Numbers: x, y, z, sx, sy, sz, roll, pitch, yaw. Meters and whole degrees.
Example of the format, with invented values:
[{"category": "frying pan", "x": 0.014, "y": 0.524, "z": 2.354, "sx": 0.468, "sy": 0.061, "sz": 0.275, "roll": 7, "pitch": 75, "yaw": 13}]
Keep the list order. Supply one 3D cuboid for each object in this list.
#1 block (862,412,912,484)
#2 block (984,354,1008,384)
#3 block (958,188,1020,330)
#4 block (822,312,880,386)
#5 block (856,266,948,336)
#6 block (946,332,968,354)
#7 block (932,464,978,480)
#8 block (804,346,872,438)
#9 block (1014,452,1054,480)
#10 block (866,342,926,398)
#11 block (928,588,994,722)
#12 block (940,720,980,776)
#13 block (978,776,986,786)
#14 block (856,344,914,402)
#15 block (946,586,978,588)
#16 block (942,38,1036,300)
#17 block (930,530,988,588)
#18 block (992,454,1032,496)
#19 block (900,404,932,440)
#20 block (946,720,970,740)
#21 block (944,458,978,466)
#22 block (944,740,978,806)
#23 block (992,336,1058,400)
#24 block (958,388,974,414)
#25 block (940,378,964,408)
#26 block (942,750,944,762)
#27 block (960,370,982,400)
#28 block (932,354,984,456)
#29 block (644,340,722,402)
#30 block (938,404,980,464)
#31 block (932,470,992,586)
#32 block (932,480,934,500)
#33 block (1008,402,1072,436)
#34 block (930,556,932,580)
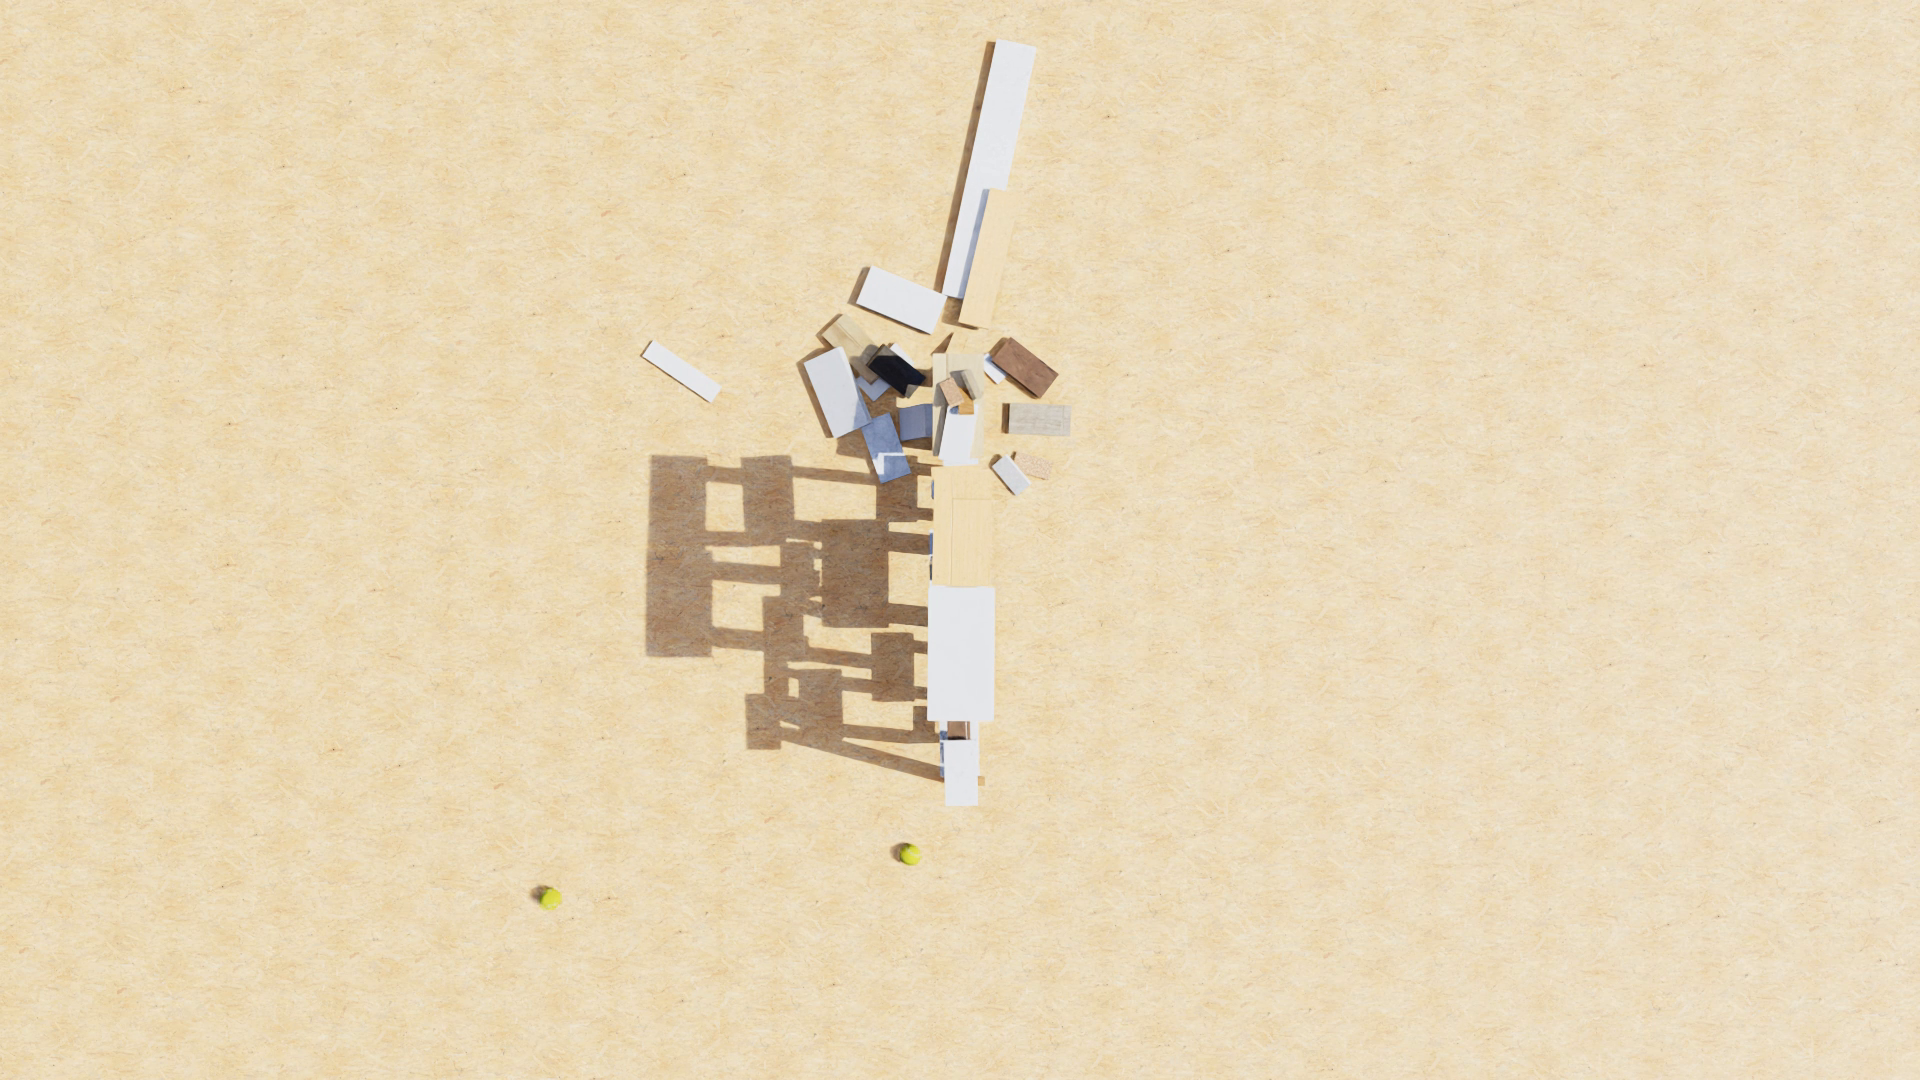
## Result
[{"category": "block", "x": -0.248, "y": -0.305, "z": 5.485, "sx": 0.107, "sy": 0.030, "sz": 0.213, "roll": -20, "pitch": 90, "yaw": 0}, {"category": "block", "x": 0.108, "y": -0.570, "z": 5.493, "sx": 0.049, "sy": 0.014, "sz": 0.098, "roll": -44, "pitch": 90, "yaw": 0}, {"category": "block", "x": 0.098, "y": -0.928, "z": 5.447, "sx": 0.102, "sy": 0.029, "sz": 0.455, "roll": 13, "pitch": 90, "yaw": 0}, {"category": "block", "x": -0.338, "y": -0.633, "z": 5.468, "sx": 0.107, "sy": 0.030, "sz": 0.233, "roll": -44, "pitch": 82, "yaw": 0}, {"category": "block", "x": -0.193, "y": -0.796, "z": 5.481, "sx": 0.270, "sy": 0.038, "sz": 0.135, "roll": 22, "pitch": 90, "yaw": 0}, {"category": "block", "x": -0.013, "y": -0.641, "z": 5.471, "sx": 0.049, "sy": 0.014, "sz": 0.098, "roll": 21, "pitch": 62, "yaw": 0}, {"category": "block", "x": -0.007, "y": -0.078, "z": 4.796, "sx": 0.137, "sy": 0.039, "sz": 0.275, "roll": -3, "pitch": 90, "yaw": 0}, {"category": "block", "x": -0.403, "y": -0.487, "z": 5.458, "sx": 0.135, "sy": 0.038, "sz": 0.270, "roll": -22, "pitch": 90, "yaw": 21}, {"category": "block", "x": 0.242, "y": -0.247, "z": 5.491, "sx": 0.128, "sy": 0.018, "sz": 0.064, "roll": 16, "pitch": 90, "yaw": 0}, {"category": "block", "x": -0.211, "y": -0.556, "z": 5.439, "sx": 0.187, "sy": 0.027, "sz": 0.094, "roll": 37, "pitch": 95, "yaw": -30}, {"category": "block", "x": 0.003, "y": 0.307, "z": 4.454, "sx": 0.179, "sy": 0.051, "sz": 0.357, "roll": 0, "pitch": 90, "yaw": 0}, {"category": "block", "x": -0.003, "y": 0.595, "z": 4.985, "sx": 0.118, "sy": 0.033, "sz": 0.236, "roll": -1, "pitch": 90, "yaw": 0}, {"category": "block", "x": 0.010, "y": 0.749, "z": 5.140, "sx": 0.094, "sy": 0.719, "sz": 0.027, "roll": -1, "pitch": 82, "yaw": -3}, {"category": "block", "x": -0.250, "y": -0.557, "z": 5.487, "sx": 0.187, "sy": 0.027, "sz": 0.094, "roll": -43, "pitch": 90, "yaw": 0}, {"category": "block", "x": 0.004, "y": 0.155, "z": 4.891, "sx": 0.093, "sy": 0.026, "sz": 0.186, "roll": 0, "pitch": 90, "yaw": 0}, {"category": "block", "x": 0.097, "y": -1.223, "z": 5.481, "sx": 0.135, "sy": 0.038, "sz": 0.866, "roll": 12, "pitch": 90, "yaw": 0}, {"category": "block", "x": -0.005, "y": 0.147, "z": 5.115, "sx": 0.180, "sy": 0.051, "sz": 0.359, "roll": 0, "pitch": 90, "yaw": 0}, {"category": "block", "x": 0.172, "y": -0.216, "z": 5.477, "sx": 0.064, "sy": 0.018, "sz": 0.128, "roll": -40, "pitch": 90, "yaw": 27}, {"category": "block", "x": -0.143, "y": -0.385, "z": 5.397, "sx": 0.030, "sy": 0.213, "sz": 0.107, "roll": -2, "pitch": 90, "yaw": -24}, {"category": "block", "x": -0.004, "y": 0.542, "z": 4.822, "sx": 0.068, "sy": 0.019, "sz": 0.136, "roll": -2, "pitch": 90, "yaw": 0}, {"category": "block", "x": 0.002, "y": -0.149, "z": 5.262, "sx": 0.111, "sy": 0.031, "sz": 0.222, "roll": 0, "pitch": 90, "yaw": 0}, {"category": "block", "x": 0.003, "y": 0.672, "z": 4.766, "sx": 0.094, "sy": 0.027, "sz": 0.188, "roll": -1, "pitch": 91, "yaw": 0}, {"category": "block", "x": 0.217, "y": -0.571, "z": 5.478, "sx": 0.204, "sy": 0.029, "sz": 0.102, "roll": 38, "pitch": 83, "yaw": -1}, {"category": "block", "x": 0.018, "y": -0.430, "z": 5.105, "sx": 0.047, "sy": 0.013, "sz": 0.095, "roll": 0, "pitch": 60, "yaw": -6}, {"category": "block", "x": -0.025, "y": -0.456, "z": 5.106, "sx": 0.047, "sy": 0.013, "sz": 0.095, "roll": -24, "pitch": 58, "yaw": 0}, {"category": "block", "x": -0.004, "y": 0.638, "z": 4.874, "sx": 0.094, "sy": 0.188, "sz": 0.027, "roll": -5, "pitch": 78, "yaw": 0}, {"category": "block", "x": 0.037, "y": -0.481, "z": 5.113, "sx": 0.013, "sy": 0.047, "sz": 0.094, "roll": -24, "pitch": 90, "yaw": 31}, {"category": "block", "x": -0.005, "y": -0.422, "z": 5.159, "sx": 0.159, "sy": 0.045, "sz": 0.318, "roll": 0, "pitch": 90, "yaw": 0}, {"category": "block", "x": -0.924, "y": -0.561, "z": 5.491, "sx": 0.275, "sy": 0.018, "sz": 0.064, "roll": 34, "pitch": 90, "yaw": 0}, {"category": "block", "x": -0.004, "y": -0.335, "z": 5.123, "sx": 0.094, "sy": 0.027, "sz": 0.187, "roll": 10, "pitch": 90, "yaw": 0}, {"category": "block", "x": 0.006, "y": -0.031, "z": 4.446, "sx": 0.154, "sy": 0.044, "sz": 0.309, "roll": 1, "pitch": 90, "yaw": 0}, {"category": "block", "x": -0.001, "y": -0.138, "z": 4.622, "sx": 0.154, "sy": 0.309, "sz": 0.044, "roll": 1, "pitch": 90, "yaw": 0}, {"category": "block", "x": 0.266, "y": -0.400, "z": 5.486, "sx": 0.204, "sy": 0.029, "sz": 0.102, "roll": 3, "pitch": 90, "yaw": 0}, {"category": "block", "x": -0.007, "y": 0.075, "z": 4.623, "sx": 0.154, "sy": 0.309, "sz": 0.044, "roll": -2, "pitch": 94, "yaw": 0}]
